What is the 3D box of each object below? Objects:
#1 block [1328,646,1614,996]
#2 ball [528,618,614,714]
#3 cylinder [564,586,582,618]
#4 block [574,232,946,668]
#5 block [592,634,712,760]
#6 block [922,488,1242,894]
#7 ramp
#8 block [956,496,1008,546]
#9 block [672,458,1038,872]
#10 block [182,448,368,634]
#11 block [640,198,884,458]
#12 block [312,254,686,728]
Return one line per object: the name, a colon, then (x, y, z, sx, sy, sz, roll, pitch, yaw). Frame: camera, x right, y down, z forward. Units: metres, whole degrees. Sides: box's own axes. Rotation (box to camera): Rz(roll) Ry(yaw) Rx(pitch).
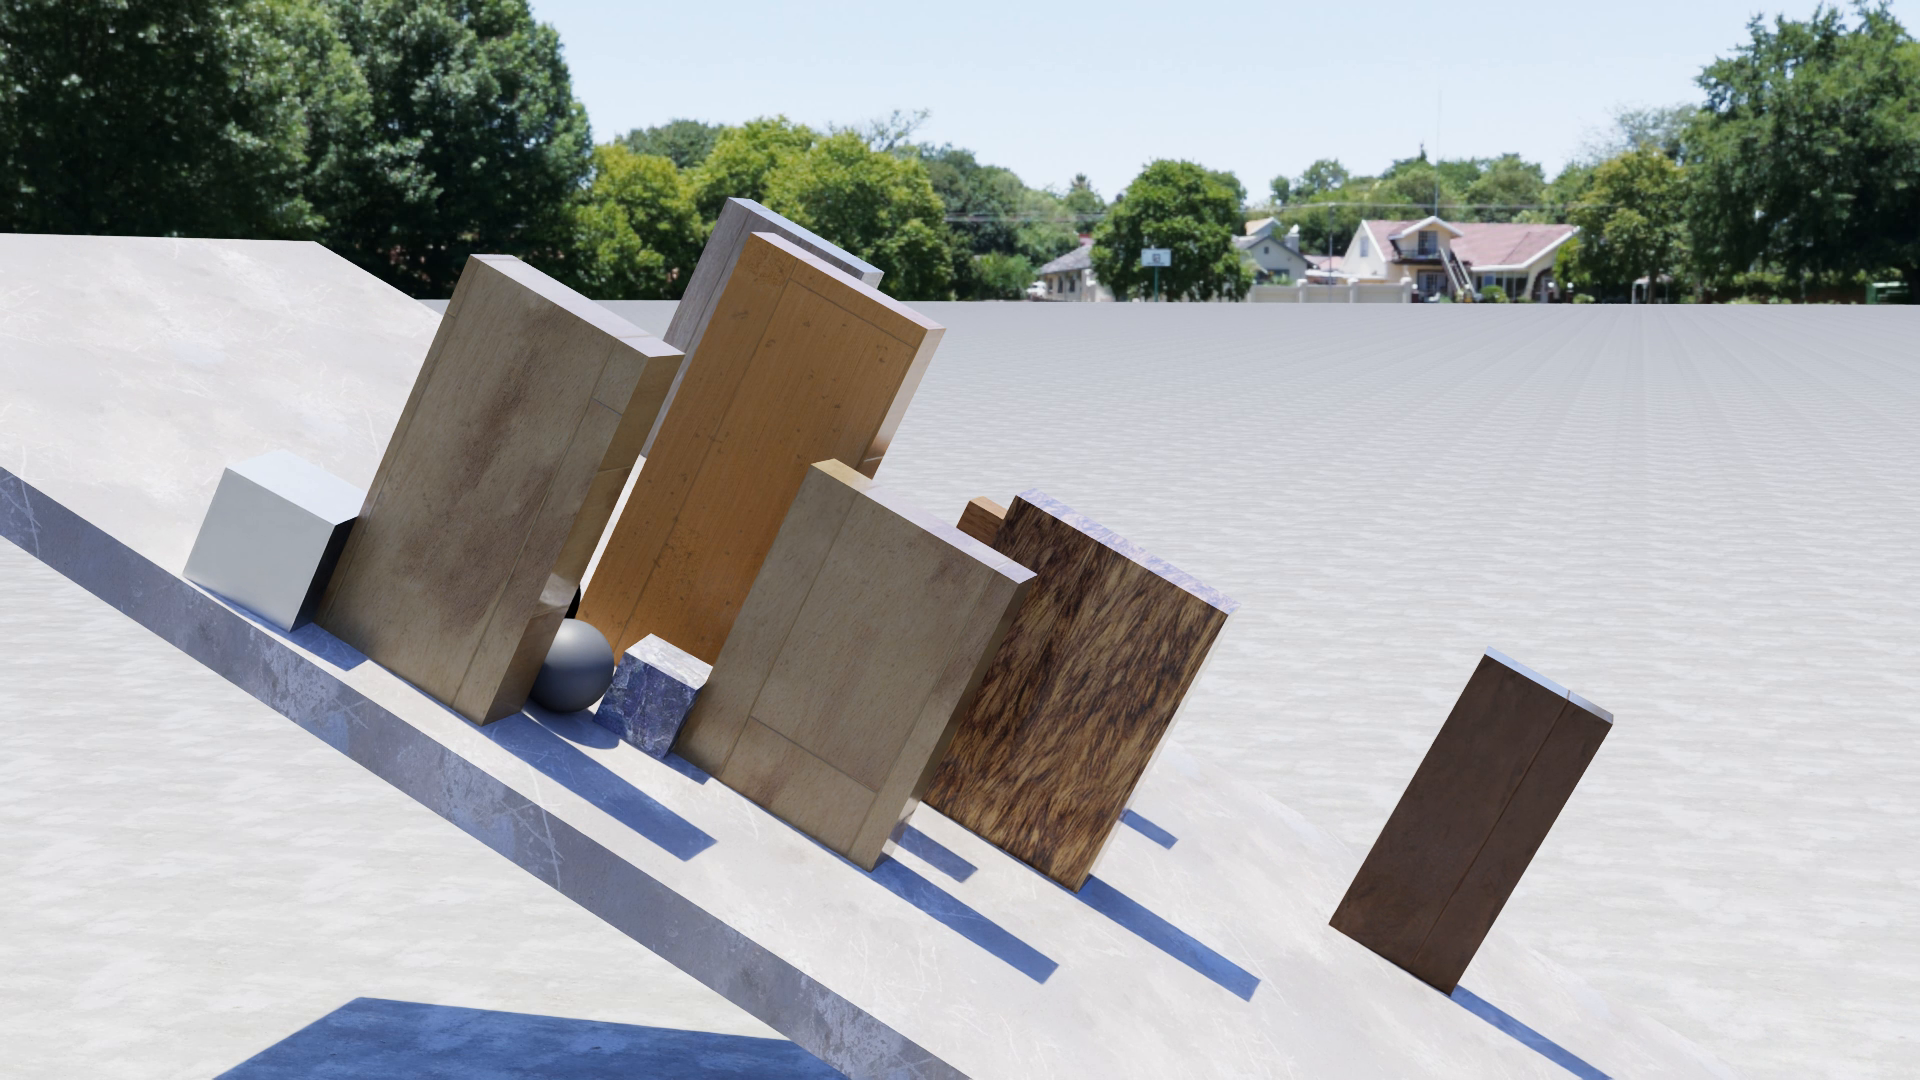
block: (0.990, 0.547, 4.279, 0.269, 0.625, 0.099, 30, 14, 12)
ball: (-0.633, 0.202, 3.542, 0.152, 0.152, 0.152, 0, 7, 0)
cylinder: (-0.762, 0.095, 3.601, 0.198, 0.198, 0.198, 31, 17, 16)
block: (-0.359, -0.095, 3.789, 0.350, 0.789, 0.102, 30, 14, 12)
block: (-0.500, 0.257, 3.629, 0.133, 0.133, 0.133, 28, 14, 5)
block: (0.170, 0.265, 3.907, 0.423, 0.573, 0.129, 30, 14, 12)
ramp: (-0.230, 0.383, 4.152, 4.000, 0.100, 2.000, 30, 14, 12)
block: (0.124, 0.197, 4.406, 0.426, 0.410, 0.094, 30, 14, 12)
block: (-0.175, 0.202, 3.568, 0.387, 0.542, 0.108, 30, 14, 12)
block: (-1.052, -0.002, 3.434, 0.191, 0.191, 0.191, 28, 14, 3)
block: (-0.486, -0.421, 5.072, 0.368, 0.628, 0.136, 30, 14, 12)
block: (-0.714, -0.077, 3.387, 0.327, 0.640, 0.128, 30, 14, 12)
